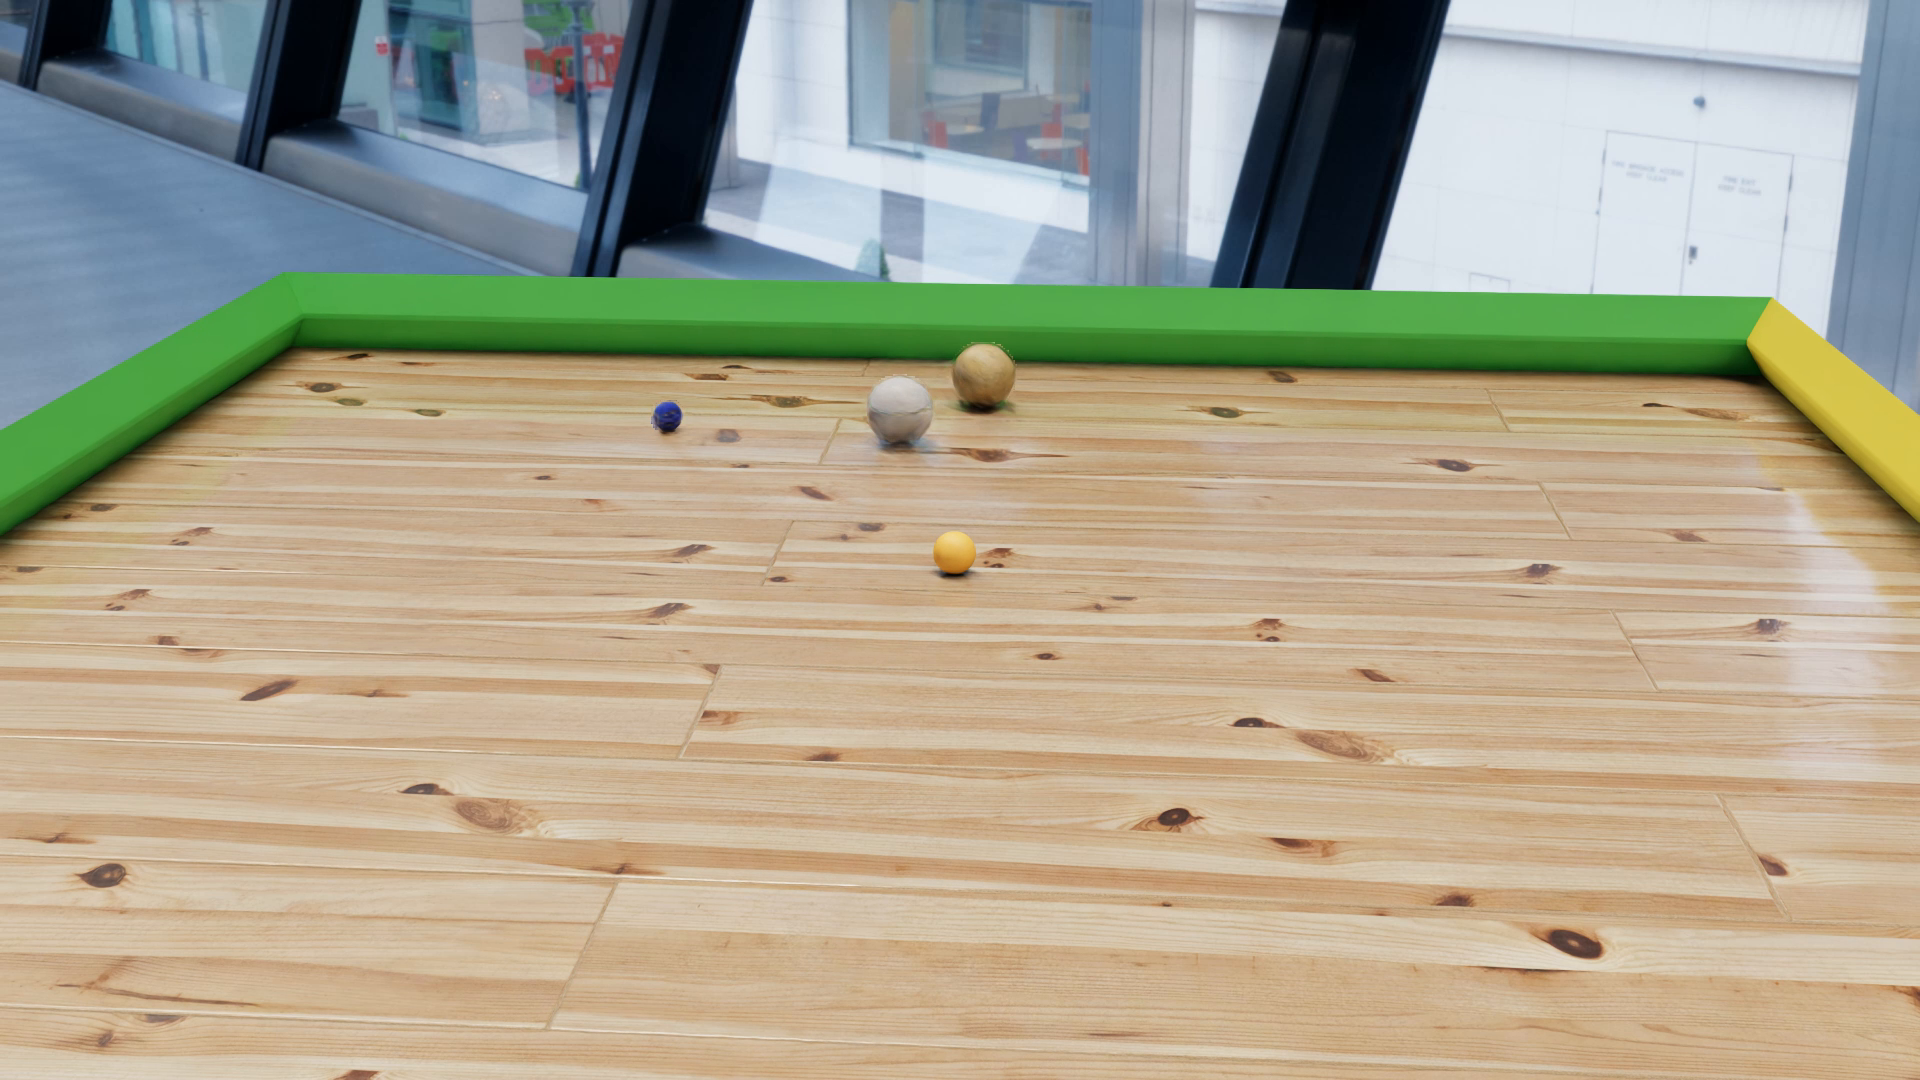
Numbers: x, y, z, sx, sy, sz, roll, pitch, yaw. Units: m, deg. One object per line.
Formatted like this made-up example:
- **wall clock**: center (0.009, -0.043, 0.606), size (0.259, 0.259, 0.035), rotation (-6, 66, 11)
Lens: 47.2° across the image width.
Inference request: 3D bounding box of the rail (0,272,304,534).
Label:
- **rail**: center (-1.286, 0.270, 1.800), size (0.045, 0.128, 4.123), rotation (1, 19, 4)

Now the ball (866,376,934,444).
- **ball**: center (-0.087, -0.188, 3.192), size (0.098, 0.098, 0.098), rotation (0, 19, 0)

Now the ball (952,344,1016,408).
- **ball**: center (0.036, -0.253, 3.386), size (0.098, 0.098, 0.098), rotation (0, 19, 0)

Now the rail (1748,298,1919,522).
- **rail**: center (1.123, 0.331, 1.619), size (0.045, 0.128, 4.123), rotation (1, 19, 4)

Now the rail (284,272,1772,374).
- **rail**: center (0.080, -0.354, 3.633), size (2.465, 0.128, 0.045), rotation (1, 19, 4)

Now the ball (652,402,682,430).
- **ball**: center (-0.434, -0.184, 3.266), size (0.044, 0.044, 0.044), rotation (0, 19, 0)

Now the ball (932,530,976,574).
- **ball**: center (-0.007, 0.015, 2.667), size (0.052, 0.052, 0.052), rotation (0, 19, 0)
